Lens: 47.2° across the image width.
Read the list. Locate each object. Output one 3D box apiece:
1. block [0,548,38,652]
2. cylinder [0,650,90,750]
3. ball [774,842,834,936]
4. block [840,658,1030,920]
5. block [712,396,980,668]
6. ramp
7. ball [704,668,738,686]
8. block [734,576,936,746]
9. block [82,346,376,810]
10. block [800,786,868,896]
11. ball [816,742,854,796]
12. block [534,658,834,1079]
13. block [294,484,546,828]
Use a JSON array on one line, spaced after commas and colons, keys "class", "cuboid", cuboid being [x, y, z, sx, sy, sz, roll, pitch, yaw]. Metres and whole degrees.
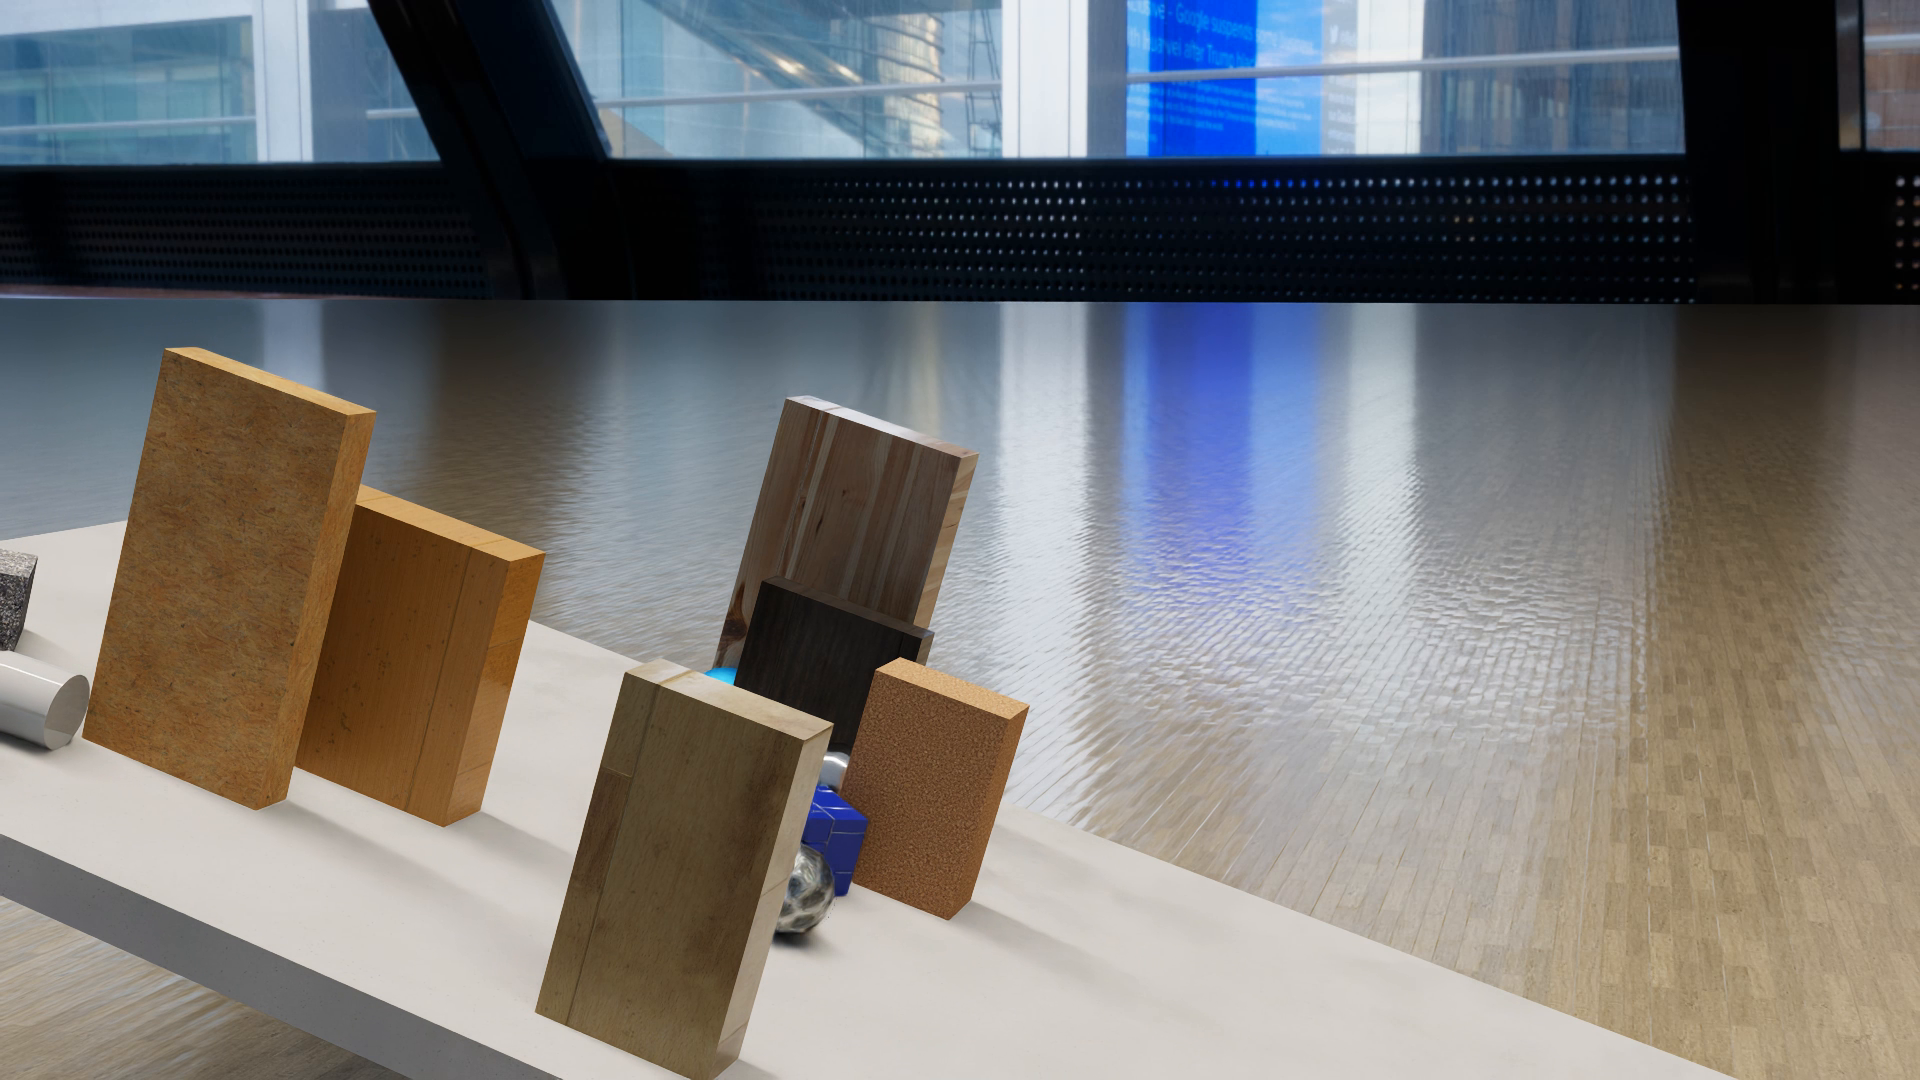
[{"class": "block", "cuboid": [-1.908, 0.109, 4.299, 0.155, 0.155, 0.155, 12, 12, -19]}, {"class": "cylinder", "cuboid": [-1.642, 0.283, 3.889, 0.139, 0.139, 0.139, 18, 9, 6]}, {"class": "ball", "cuboid": [-0.313, 0.633, 4.001, 0.170, 0.170, 0.170, 0, 7, 0]}, {"class": "block", "cuboid": [-0.072, 0.491, 4.366, 0.284, 0.427, 0.150, 19, 12, 14]}, {"class": "block", "cuboid": [-0.279, 0.114, 4.968, 0.426, 0.782, 0.138, 19, 12, 14]}, {"class": "ramp", "cuboid": [-0.369, 0.711, 4.234, 4.000, 0.100, 2.000, 19, 12, 14]}, {"class": "ball", "cuboid": [-0.524, 0.374, 4.906, 0.181, 0.181, 0.181, 0, 7, 0]}, {"class": "block", "cuboid": [-0.297, 0.346, 4.713, 0.374, 0.436, 0.089, 19, 12, 14]}, {"class": "block", "cuboid": [-1.299, 0.067, 3.892, 0.376, 0.733, 0.091, 19, 12, 14]}, {"class": "block", "cuboid": [-0.306, 0.582, 4.274, 0.161, 0.161, 0.161, 7, 15, -38]}, {"class": "ball", "cuboid": [-0.258, 0.517, 4.574, 0.192, 0.192, 0.192, 0, 7, 0]}, {"class": "block", "cuboid": [-0.429, 0.510, 3.404, 0.303, 0.574, 0.127, 19, 12, 14]}, {"class": "block", "cuboid": [-1.049, 0.209, 4.103, 0.419, 0.521, 0.135, 19, 12, 14]}]
